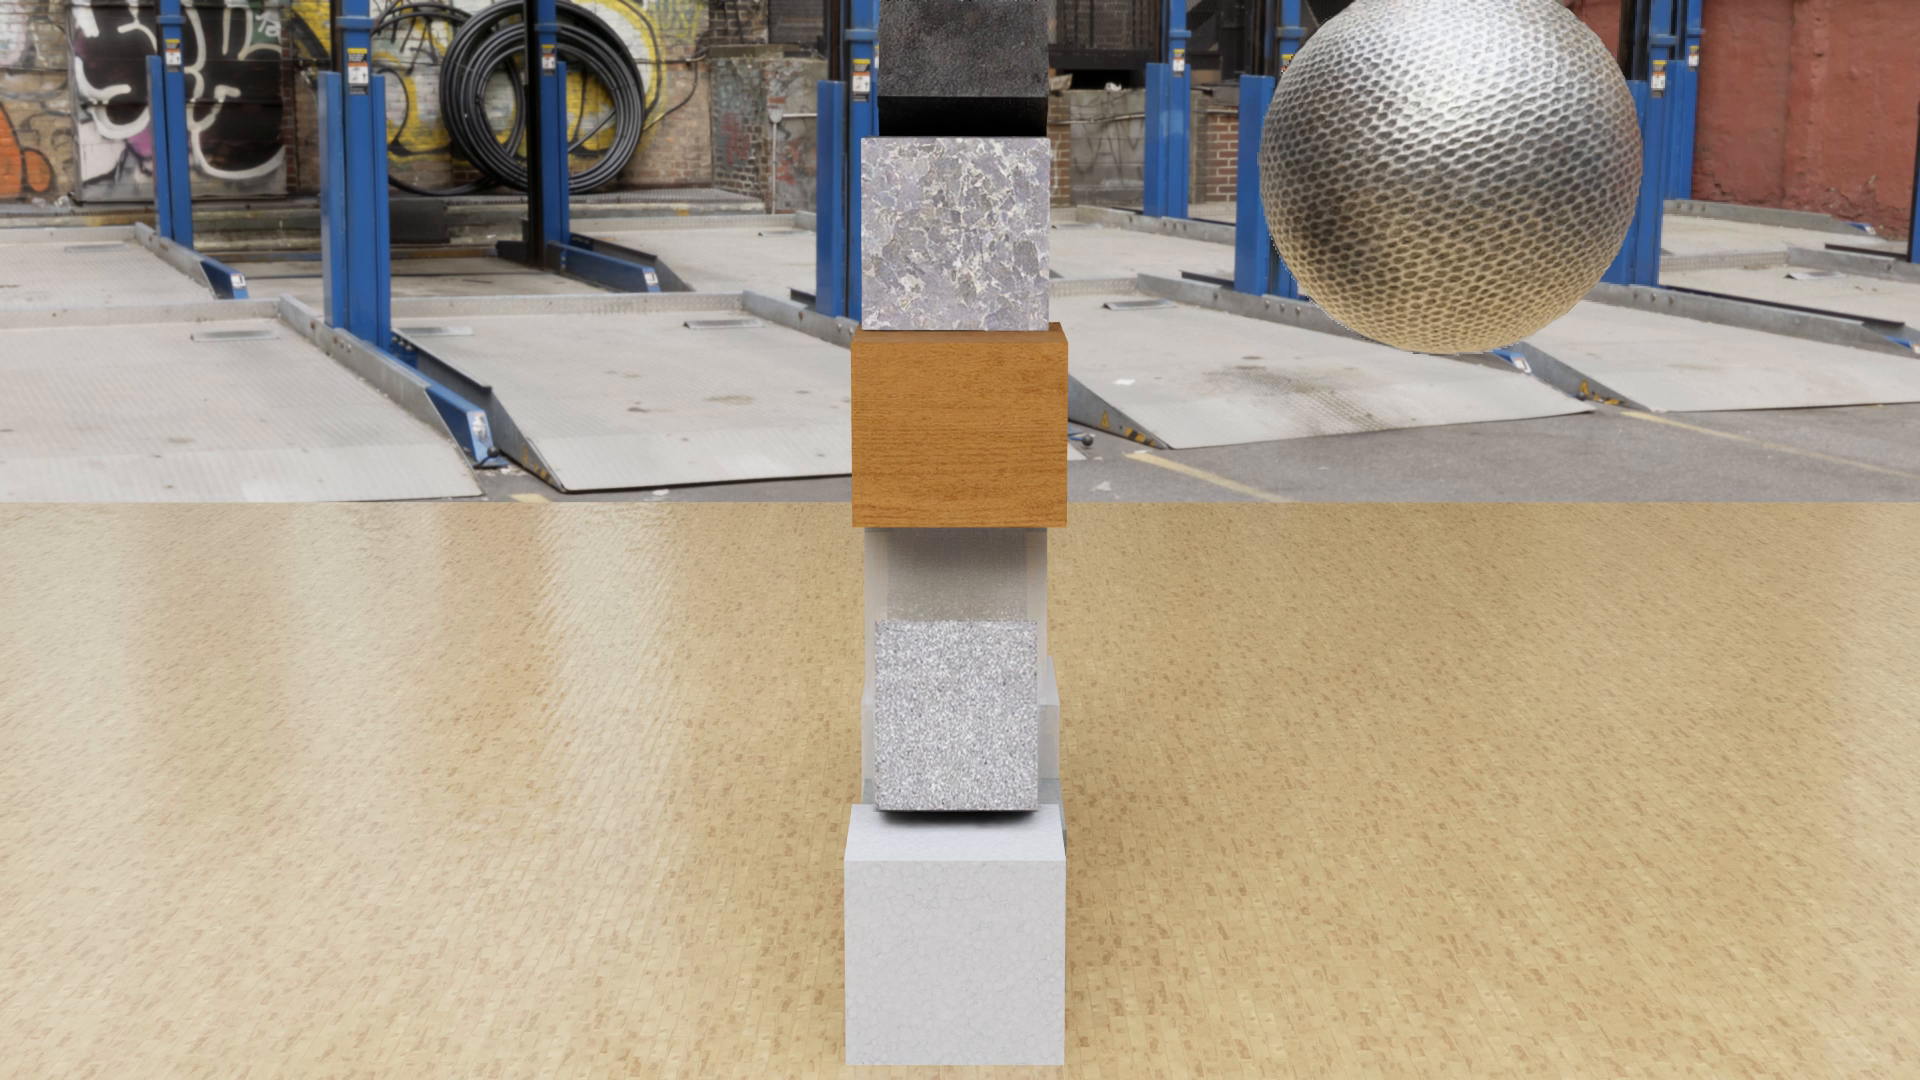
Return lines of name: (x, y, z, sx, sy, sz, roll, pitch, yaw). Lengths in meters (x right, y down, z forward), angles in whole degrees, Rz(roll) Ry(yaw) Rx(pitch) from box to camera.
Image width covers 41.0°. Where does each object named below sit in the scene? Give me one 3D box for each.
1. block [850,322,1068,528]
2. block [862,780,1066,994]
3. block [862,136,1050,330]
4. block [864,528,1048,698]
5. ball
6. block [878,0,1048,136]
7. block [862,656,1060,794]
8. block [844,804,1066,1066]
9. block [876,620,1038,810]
block: (-0.002, -0.483, 10.420, 0.842, 0.725, 0.848, 0, 10, 0)
block: (0.009, 1.367, 10.203, 0.796, 0.659, 0.710, 0, 10, 0)
block: (-0.018, -1.290, 10.690, 0.757, 0.769, 0.745, 0, 10, 0)
block: (-0.016, 0.195, 10.892, 0.746, 0.778, 0.786, 0, 10, 0)
ball: (2.074, -1.590, 10.891, 1.600, 1.600, 1.600, 0, 10, 0)
block: (0.013, -2.081, 11.197, 0.717, 0.806, 0.644, 0, -25, 0)
block: (0.002, 1.068, 10.980, 0.808, 0.971, 0.906, 0, 10, 0)
block: (-0.018, 1.445, 9.485, 0.784, 0.763, 0.710, 0, 10, 0)
block: (-0.013, 0.658, 9.732, 0.596, 0.691, 0.638, 0, -3, 0)
